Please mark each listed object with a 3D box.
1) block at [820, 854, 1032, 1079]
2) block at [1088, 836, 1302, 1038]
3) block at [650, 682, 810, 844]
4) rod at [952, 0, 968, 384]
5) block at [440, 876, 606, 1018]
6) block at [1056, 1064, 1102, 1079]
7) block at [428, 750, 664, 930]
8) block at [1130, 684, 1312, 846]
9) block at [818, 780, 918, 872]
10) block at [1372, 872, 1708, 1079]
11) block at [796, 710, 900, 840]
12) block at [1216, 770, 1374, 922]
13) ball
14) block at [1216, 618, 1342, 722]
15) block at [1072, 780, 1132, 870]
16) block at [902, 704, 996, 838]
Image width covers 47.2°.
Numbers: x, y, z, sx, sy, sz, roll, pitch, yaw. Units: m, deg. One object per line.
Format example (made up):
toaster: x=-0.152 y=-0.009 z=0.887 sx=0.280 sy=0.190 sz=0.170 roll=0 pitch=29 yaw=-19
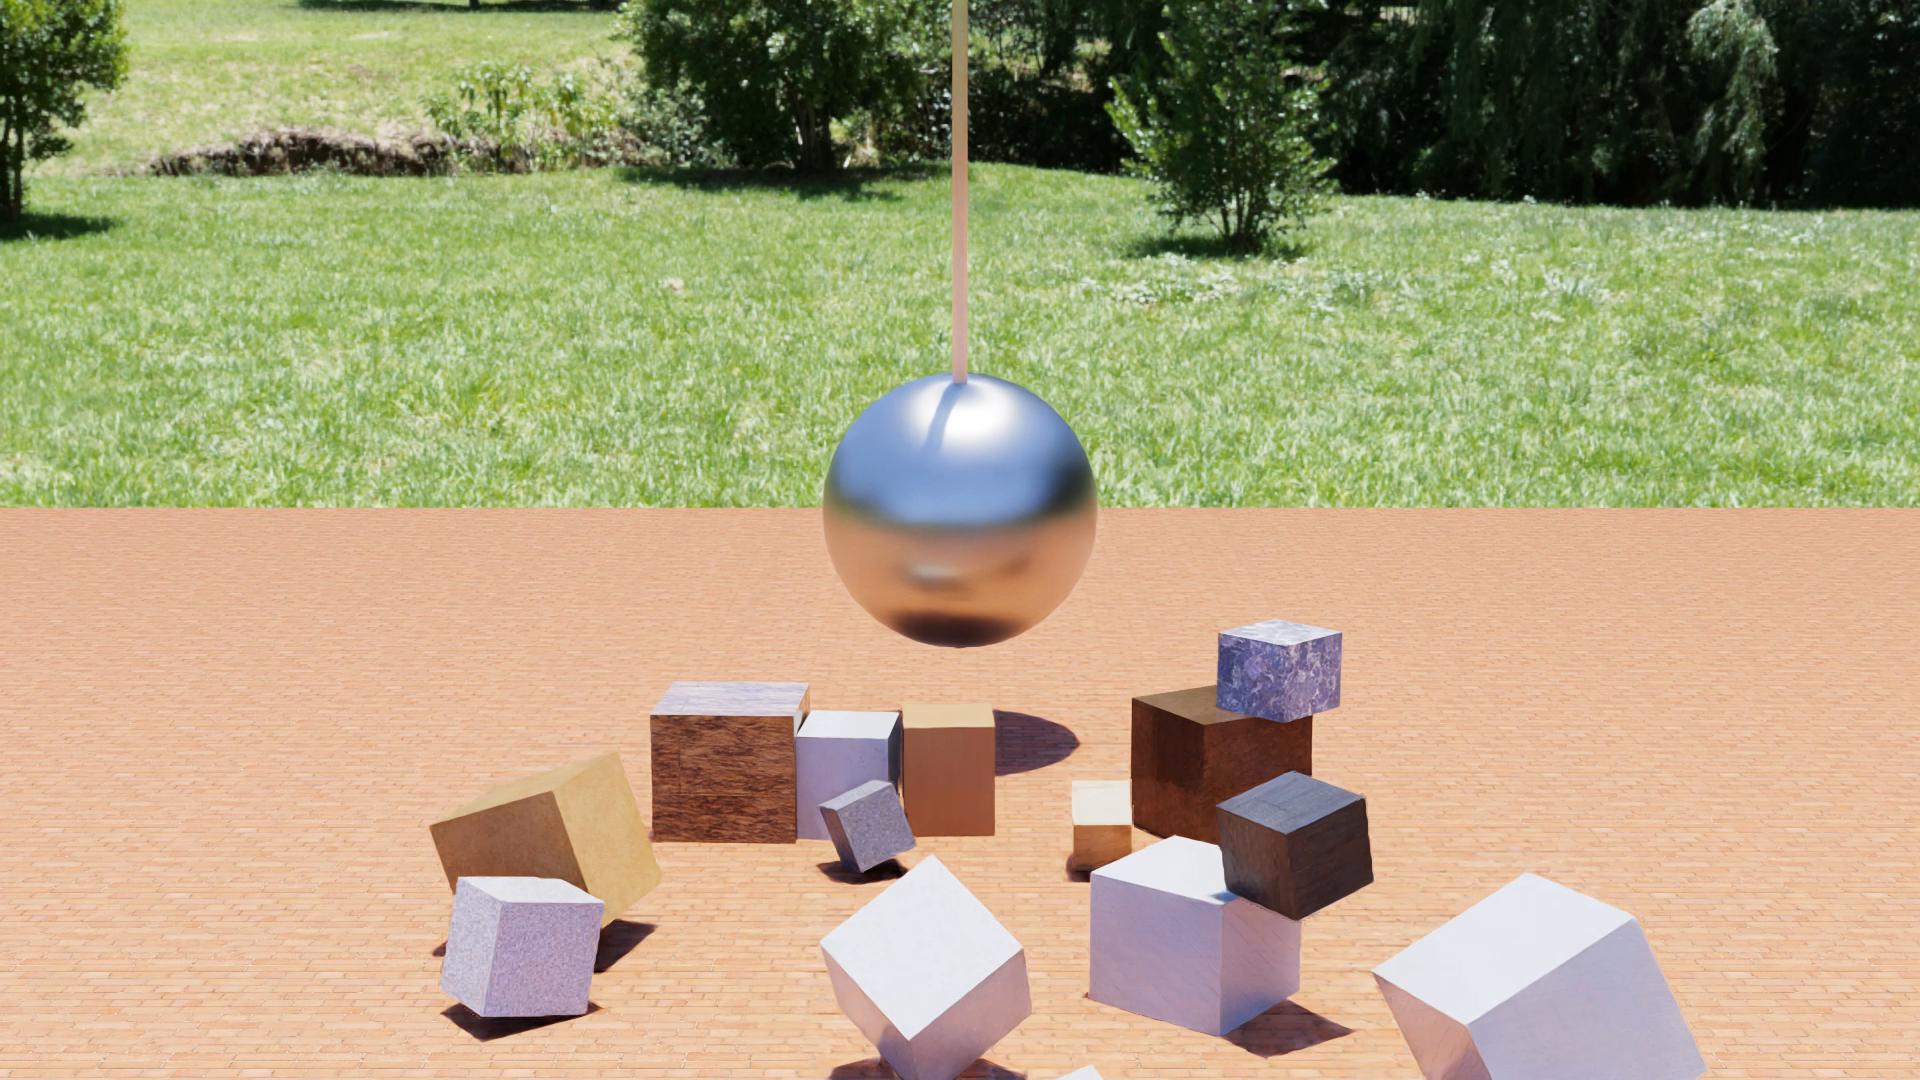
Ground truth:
block: x=-0.117 y=1.620 z=8.133 sx=0.533 sy=0.543 sz=0.517 roll=-36 pitch=57 yaw=-20
block: x=0.977 y=1.623 z=9.100 sx=0.635 sy=0.550 sz=0.625 roll=8 pitch=13 yaw=38
block: x=-1.176 y=1.144 z=11.406 sx=0.724 sy=0.667 sz=0.686 roll=1 pitch=10 yaw=3
rod: x=0.000 y=-3.247 z=11.272 sx=0.080 sy=5.200 sz=0.080 roll=0 pitch=25 yaw=0
block: x=-1.778 y=1.646 z=8.930 sx=0.464 sy=0.465 sz=0.394 roll=8 pitch=2 yaw=-39
block: x=0.316 y=2.002 z=7.090 sx=0.393 sy=0.362 sz=0.385 roll=-10 pitch=54 yaw=-44
block: x=-1.814 y=1.385 z=9.697 sx=0.632 sy=0.630 sz=0.642 roll=-17 pitch=5 yaw=19
block: x=1.339 y=1.161 z=11.310 sx=0.683 sy=0.670 sz=0.626 roll=-6 pitch=12 yaw=-30
block: x=-0.449 y=1.385 z=10.668 sx=0.307 sy=0.326 sz=0.292 roll=-23 pitch=6 yaw=-20
block: x=2.013 y=1.678 z=7.700 sx=0.701 sy=0.621 sz=0.721 roll=-29 pitch=10 yaw=-11
block: x=-0.573 y=1.215 z=11.375 sx=0.466 sy=0.540 sz=0.515 roll=1 pitch=10 yaw=5
block: x=1.314 y=1.194 z=8.640 sx=0.410 sy=0.368 sz=0.412 roll=-20 pitch=20 yaw=-30
ball: x=0.000 y=-0.172 z=12.723 sx=1.600 sy=1.600 sz=1.600 roll=0 pitch=10 yaw=0
block: x=1.615 y=0.656 z=11.123 sx=0.461 sy=0.389 sz=0.427 roll=-10 pitch=14 yaw=-43
block: x=0.687 y=1.384 z=10.682 sx=0.279 sy=0.299 sz=0.315 roll=-1 pitch=36 yaw=2
block: x=-0.062 y=1.190 z=11.411 sx=0.465 sy=0.576 sz=0.472 roll=0 pitch=10 yaw=-2
